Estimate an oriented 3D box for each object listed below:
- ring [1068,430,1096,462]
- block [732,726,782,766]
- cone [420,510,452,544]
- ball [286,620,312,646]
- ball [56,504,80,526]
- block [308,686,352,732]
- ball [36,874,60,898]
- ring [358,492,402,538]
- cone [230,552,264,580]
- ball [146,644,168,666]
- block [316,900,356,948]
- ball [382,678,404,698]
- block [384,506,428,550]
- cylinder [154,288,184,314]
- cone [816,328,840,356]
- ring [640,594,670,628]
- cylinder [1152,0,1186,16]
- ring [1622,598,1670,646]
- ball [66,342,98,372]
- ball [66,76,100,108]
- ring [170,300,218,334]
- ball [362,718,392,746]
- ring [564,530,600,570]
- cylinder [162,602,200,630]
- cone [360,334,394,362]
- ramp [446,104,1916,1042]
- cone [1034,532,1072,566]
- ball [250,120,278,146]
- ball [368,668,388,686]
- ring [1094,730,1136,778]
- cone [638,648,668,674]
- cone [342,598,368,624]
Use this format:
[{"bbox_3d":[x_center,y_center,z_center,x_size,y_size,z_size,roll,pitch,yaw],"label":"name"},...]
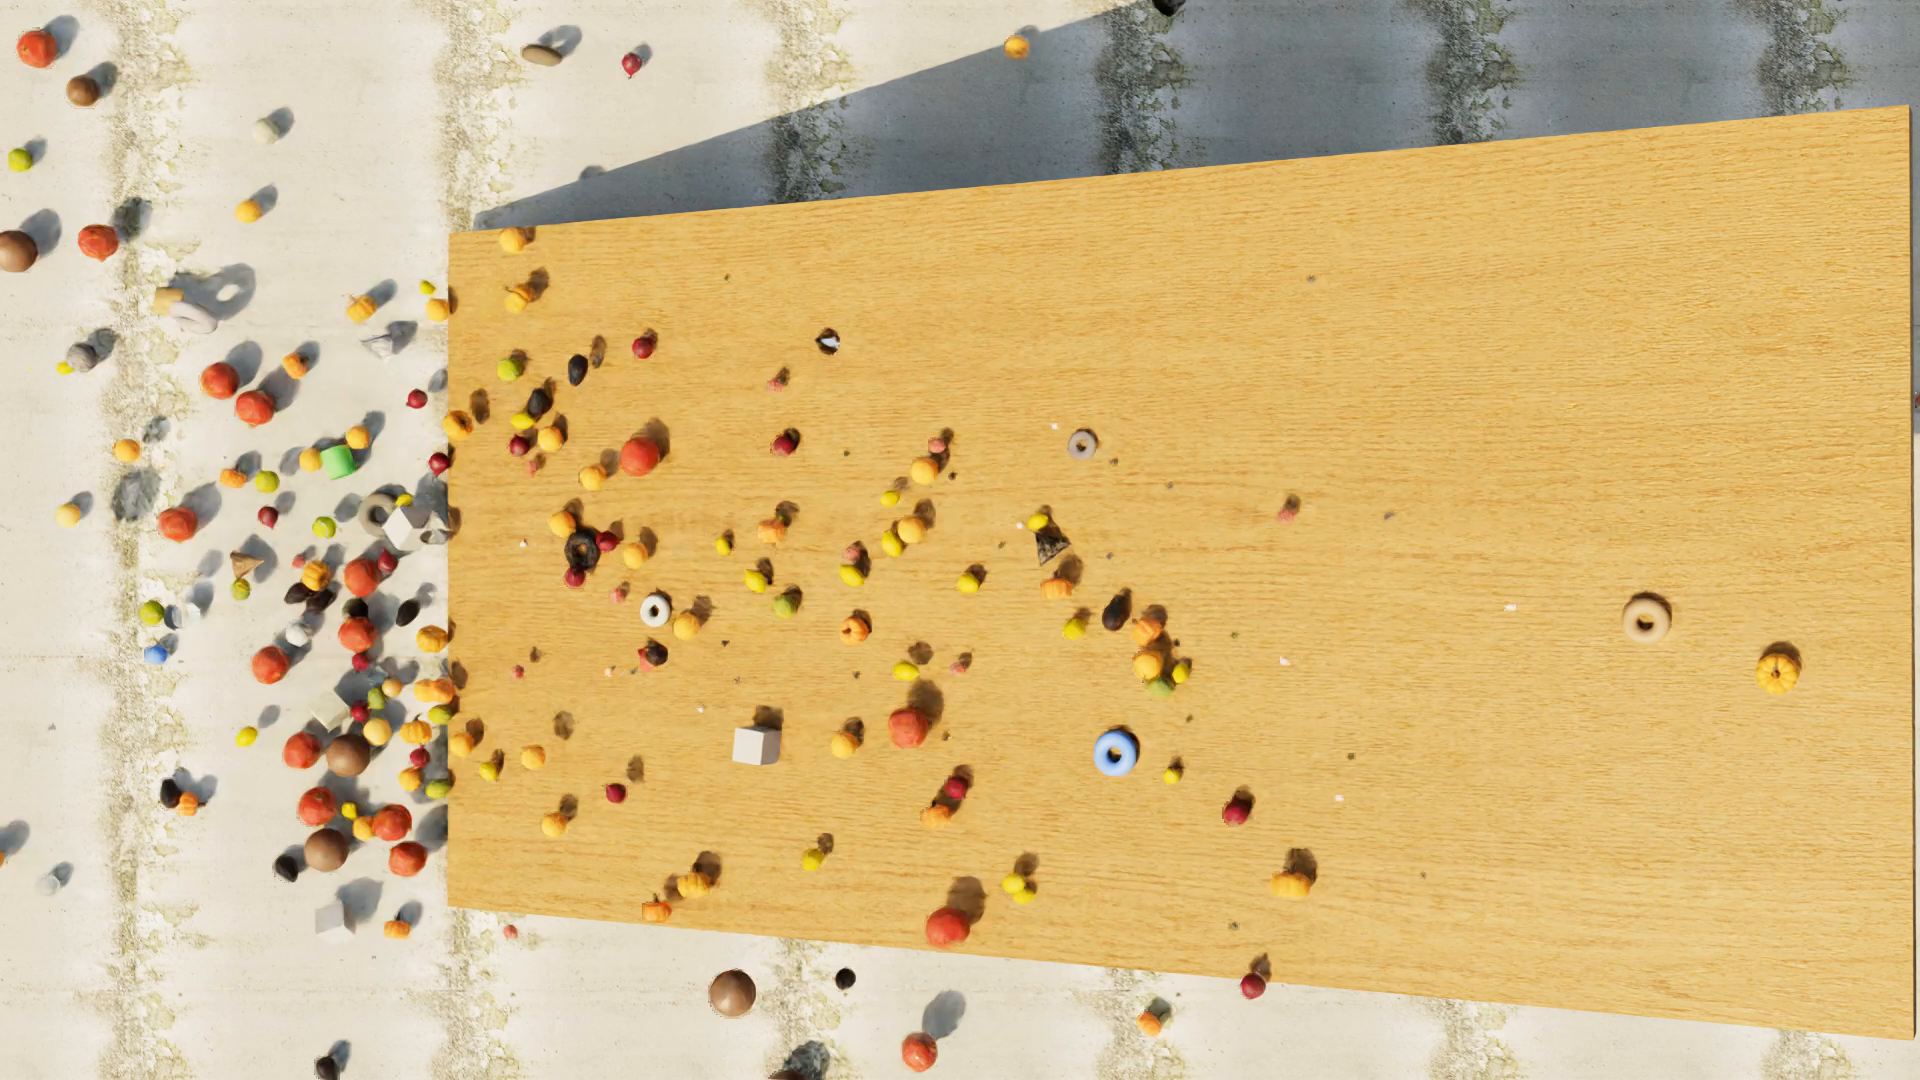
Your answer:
[{"bbox_3d":[0.309,-0.238,5.576,0.078,0.026,0.078,-1,88,28],"label":"ring"},{"bbox_3d":[-0.552,0.559,5.977,0.090,0.090,0.090,7,93,27],"label":"block"},{"bbox_3d":[-1.554,-0.051,6.505,0.097,0.097,0.097,-11,64,0],"label":"cone"},{"bbox_3d":[-1.979,0.280,6.583,0.075,0.075,0.075,0,89,0],"label":"ball"},{"bbox_3d":[-2.672,-0.075,6.589,0.070,0.070,0.070,0,89,0],"label":"ball"},{"bbox_3d":[-1.872,0.503,6.531,0.084,0.084,0.084,44,70,9],"label":"block"},{"bbox_3d":[-2.728,1.035,6.579,0.066,0.066,0.066,0,89,0],"label":"ball"},{"bbox_3d":[-1.736,-0.076,6.601,0.139,0.046,0.139,0,90,-2],"label":"ring"},{"bbox_3d":[-2.125,0.068,6.583,0.089,0.089,0.089,-10,89,-7],"label":"cone"},{"bbox_3d":[-2.408,0.346,6.589,0.062,0.062,0.062,0,89,0],"label":"ball"},{"bbox_3d":[-1.859,1.143,6.548,0.086,0.086,0.086,-19,50,3],"label":"block"},{"bbox_3d":[-1.694,0.440,6.569,0.060,0.060,0.060,0,89,0],"label":"ball"},{"bbox_3d":[-1.640,-0.035,6.549,0.092,0.092,0.092,-49,65,23],"label":"block"},{"bbox_3d":[-2.366,-0.716,6.580,0.079,0.079,0.079,1,89,-18],"label":"cylinder"},{"bbox_3d":[-0.372,-0.534,5.905,0.072,0.072,0.072,0,89,27],"label":"cone"},{"bbox_3d":[-0.855,0.199,6.170,0.094,0.031,0.094,0,91,27],"label":"ring"},{"bbox_3d":[0.633,-1.628,6.585,0.083,0.083,0.083,42,68,0],"label":"cylinder"},{"bbox_3d":[1.538,0.183,4.932,0.106,0.035,0.106,0,91,27],"label":"ring"},{"bbox_3d":[-2.629,-0.546,6.582,0.088,0.088,0.088,0,89,0],"label":"ball"},{"bbox_3d":[-2.629,-1.345,6.590,0.096,0.096,0.096,0,89,0],"label":"ball"},{"bbox_3d":[-2.275,-0.662,6.527,0.146,0.146,0.049,17,68,0],"label":"ring"},{"bbox_3d":[-1.742,0.573,6.575,0.085,0.085,0.085,0,89,0],"label":"ball"},{"bbox_3d":[-1.080,0.030,6.285,0.116,0.039,0.116,0,90,26],"label":"ring"},{"bbox_3d":[-2.326,0.227,6.572,0.076,0.076,0.076,2,94,22],"label":"cylinder"},{"bbox_3d":[-1.751,-0.581,6.560,0.090,0.090,0.090,10,89,-32],"label":"cone"},{"bbox_3d":[0.278,0.078,5.660,4.000,0.100,2.000,0,89,27],"label":"ramp"},{"bbox_3d":[0.243,0.017,5.599,0.090,0.090,0.090,-11,89,0],"label":"cone"},{"bbox_3d":[-2.085,-1.222,6.596,0.081,0.081,0.081,0,89,0],"label":"ball"},{"bbox_3d":[-1.744,0.410,6.591,0.056,0.056,0.056,0,89,0],"label":"ball"},{"bbox_3d":[0.389,0.537,5.520,0.116,0.039,0.116,-1,88,29],"label":"ring"},{"bbox_3d":[-0.854,0.331,6.166,0.077,0.077,0.077,-13,89,0],"label":"cone"},{"bbox_3d":[-1.821,0.214,6.581,0.081,0.081,0.081,0,89,0],"label":"cone"}]
